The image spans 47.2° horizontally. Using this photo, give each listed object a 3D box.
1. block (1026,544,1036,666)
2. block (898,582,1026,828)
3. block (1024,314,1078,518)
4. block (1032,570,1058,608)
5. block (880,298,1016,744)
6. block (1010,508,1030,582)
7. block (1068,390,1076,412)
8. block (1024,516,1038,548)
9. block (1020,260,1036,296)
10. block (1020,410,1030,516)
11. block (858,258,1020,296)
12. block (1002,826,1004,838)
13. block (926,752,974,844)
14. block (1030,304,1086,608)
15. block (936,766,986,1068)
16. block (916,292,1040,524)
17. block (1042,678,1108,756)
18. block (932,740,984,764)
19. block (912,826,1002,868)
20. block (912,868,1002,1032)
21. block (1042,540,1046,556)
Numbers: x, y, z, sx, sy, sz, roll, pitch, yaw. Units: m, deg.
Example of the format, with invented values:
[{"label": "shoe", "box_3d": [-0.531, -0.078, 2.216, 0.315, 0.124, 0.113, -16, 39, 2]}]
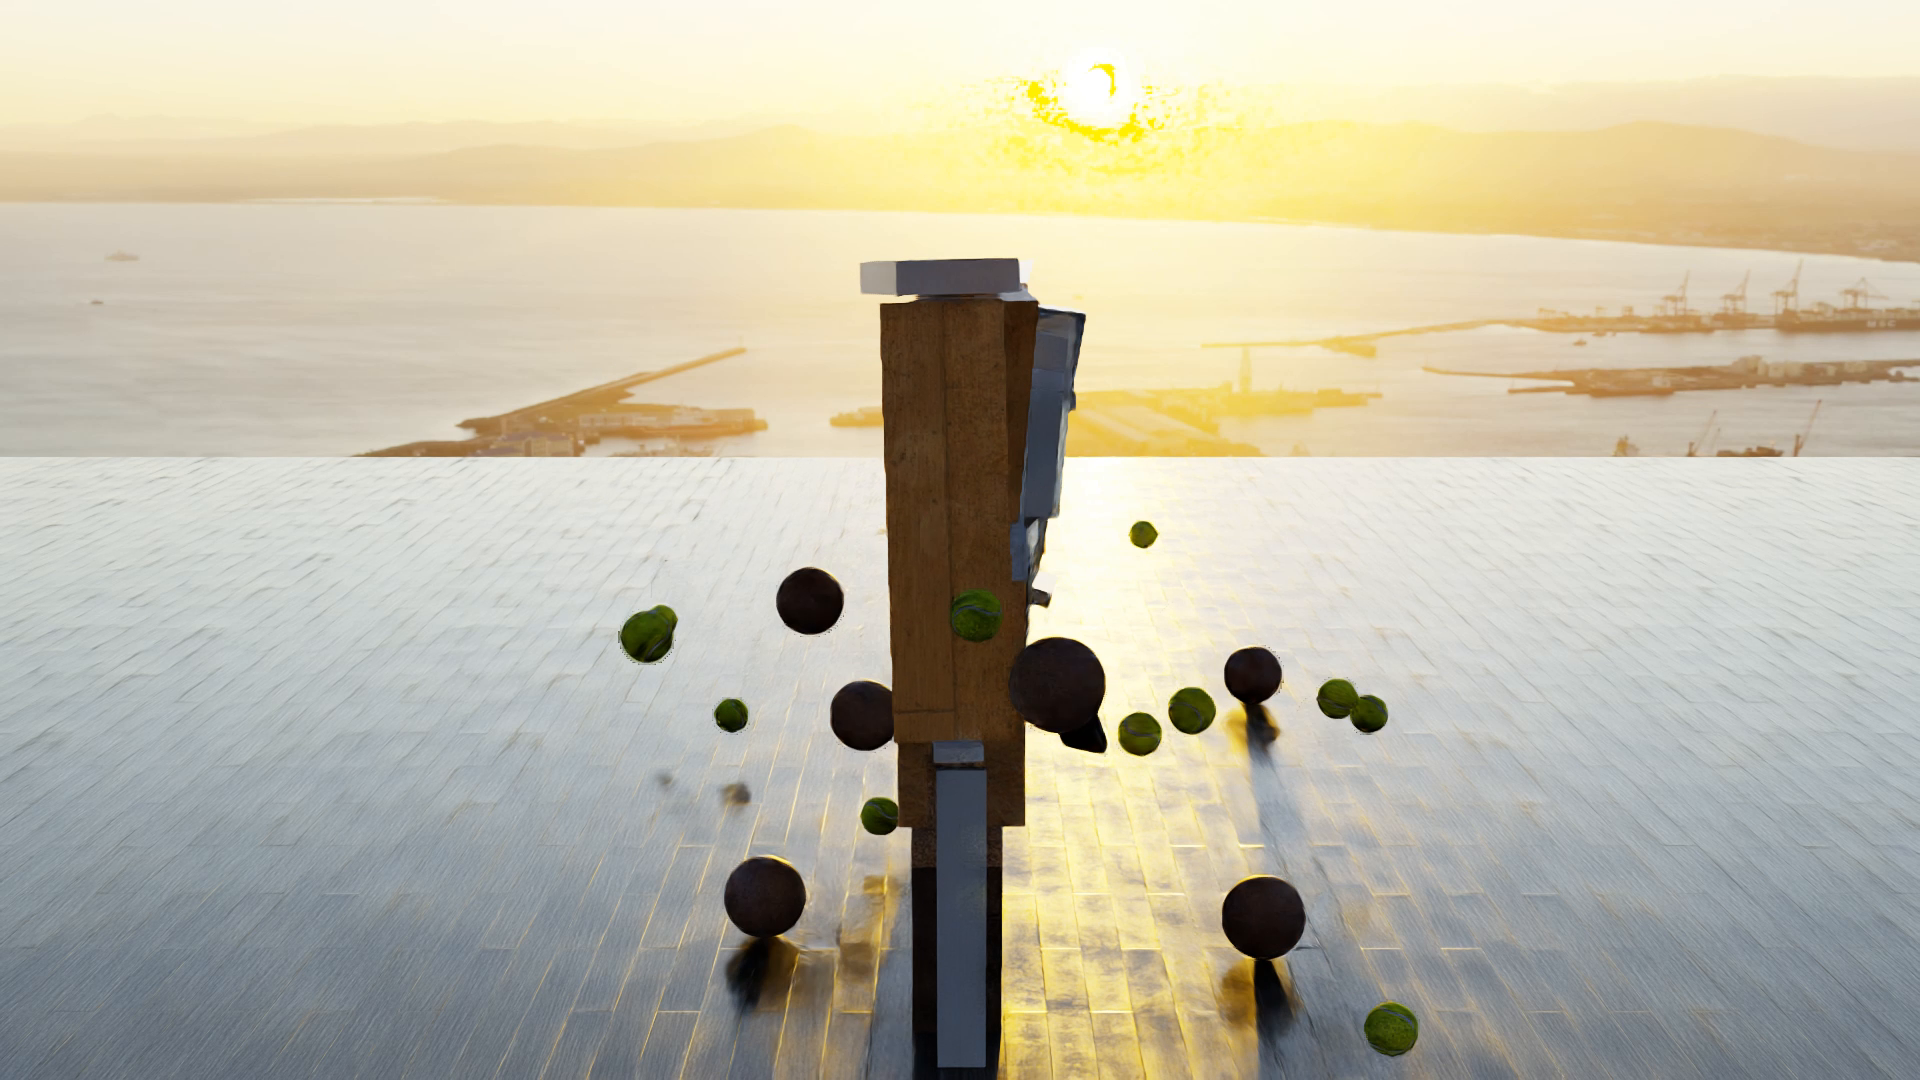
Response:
[{"label": "block", "box_3d": [0.039, 0.150, 3.643, 0.148, 0.295, 0.042, 6, 10, 11]}, {"label": "block", "box_3d": [0.002, 0.223, 3.087, 0.179, 0.358, 0.051, 0, 10, -1]}, {"label": "block", "box_3d": [0.094, -0.210, 3.662, 0.167, 0.335, 0.047, 6, 4, 17]}, {"label": "block", "box_3d": [0.115, 0.076, 3.785, 0.095, 0.027, 0.190, 17, 9, 3]}, {"label": "block", "box_3d": [-0.016, -0.025, 2.965, 0.165, 0.589, 0.047, -2, 2, 0]}, {"label": "block", "box_3d": [0.003, -0.001, 3.170, 0.179, 0.051, 0.358, 0, 10, -1]}, {"label": "block", "box_3d": [0.081, -0.270, 4.019, 0.136, 0.039, 0.273, -11, 19, -27]}, {"label": "block", "box_3d": [0.027, 0.000, 3.517, 0.148, 0.042, 0.295, 6, 11, 11]}, {"label": "block", "box_3d": [0.038, -0.424, 3.713, 0.167, 0.047, 0.335, -4, 13, 5]}, {"label": "block", "box_3d": [0.050, -0.138, 3.530, 0.112, 0.223, 0.032, 8, 16, 20]}, {"label": "block", "box_3d": [-0.034, -0.367, 3.063, 0.165, 0.047, 0.330, -3, 7, -11]}, {"label": "block", "box_3d": [0.012, 0.444, 3.748, 0.126, 0.252, 0.036, 5, 11, 8]}, {"label": "block", "box_3d": [-0.012, 0.352, 3.011, 0.066, 0.131, 0.019, -2, 22, -1]}, {"label": "block", "box_3d": [0.088, -0.150, 3.853, 0.167, 0.533, 0.047, 6, 14, -16]}, {"label": "block", "box_3d": [0.002, 0.509, 2.958, 0.066, 0.419, 0.019, 0, 11, 0]}, {"label": "block", "box_3d": [0.012, -0.181, 3.088, 0.165, 0.330, 0.047, -4, 23, -23]}, {"label": "block", "box_3d": [0.161, 0.245, 3.052, 0.064, 0.129, 0.018, 10, 50, 29]}, {"label": "block", "box_3d": [-0.004, 0.279, 2.937, 0.066, 0.019, 0.131, -2, 2, -1]}, {"label": "block", "box_3d": [-0.006, 0.411, 3.154, 0.126, 0.036, 0.252, 0, 11, -1]}, {"label": "block", "box_3d": [-0.004, 0.568, 3.098, 0.126, 0.252, 0.036, 0, 10, 0]}, {"label": "block", "box_3d": [0.052, 0.015, 4.182, 0.113, 0.032, 0.226, -4, 3, -33]}]
